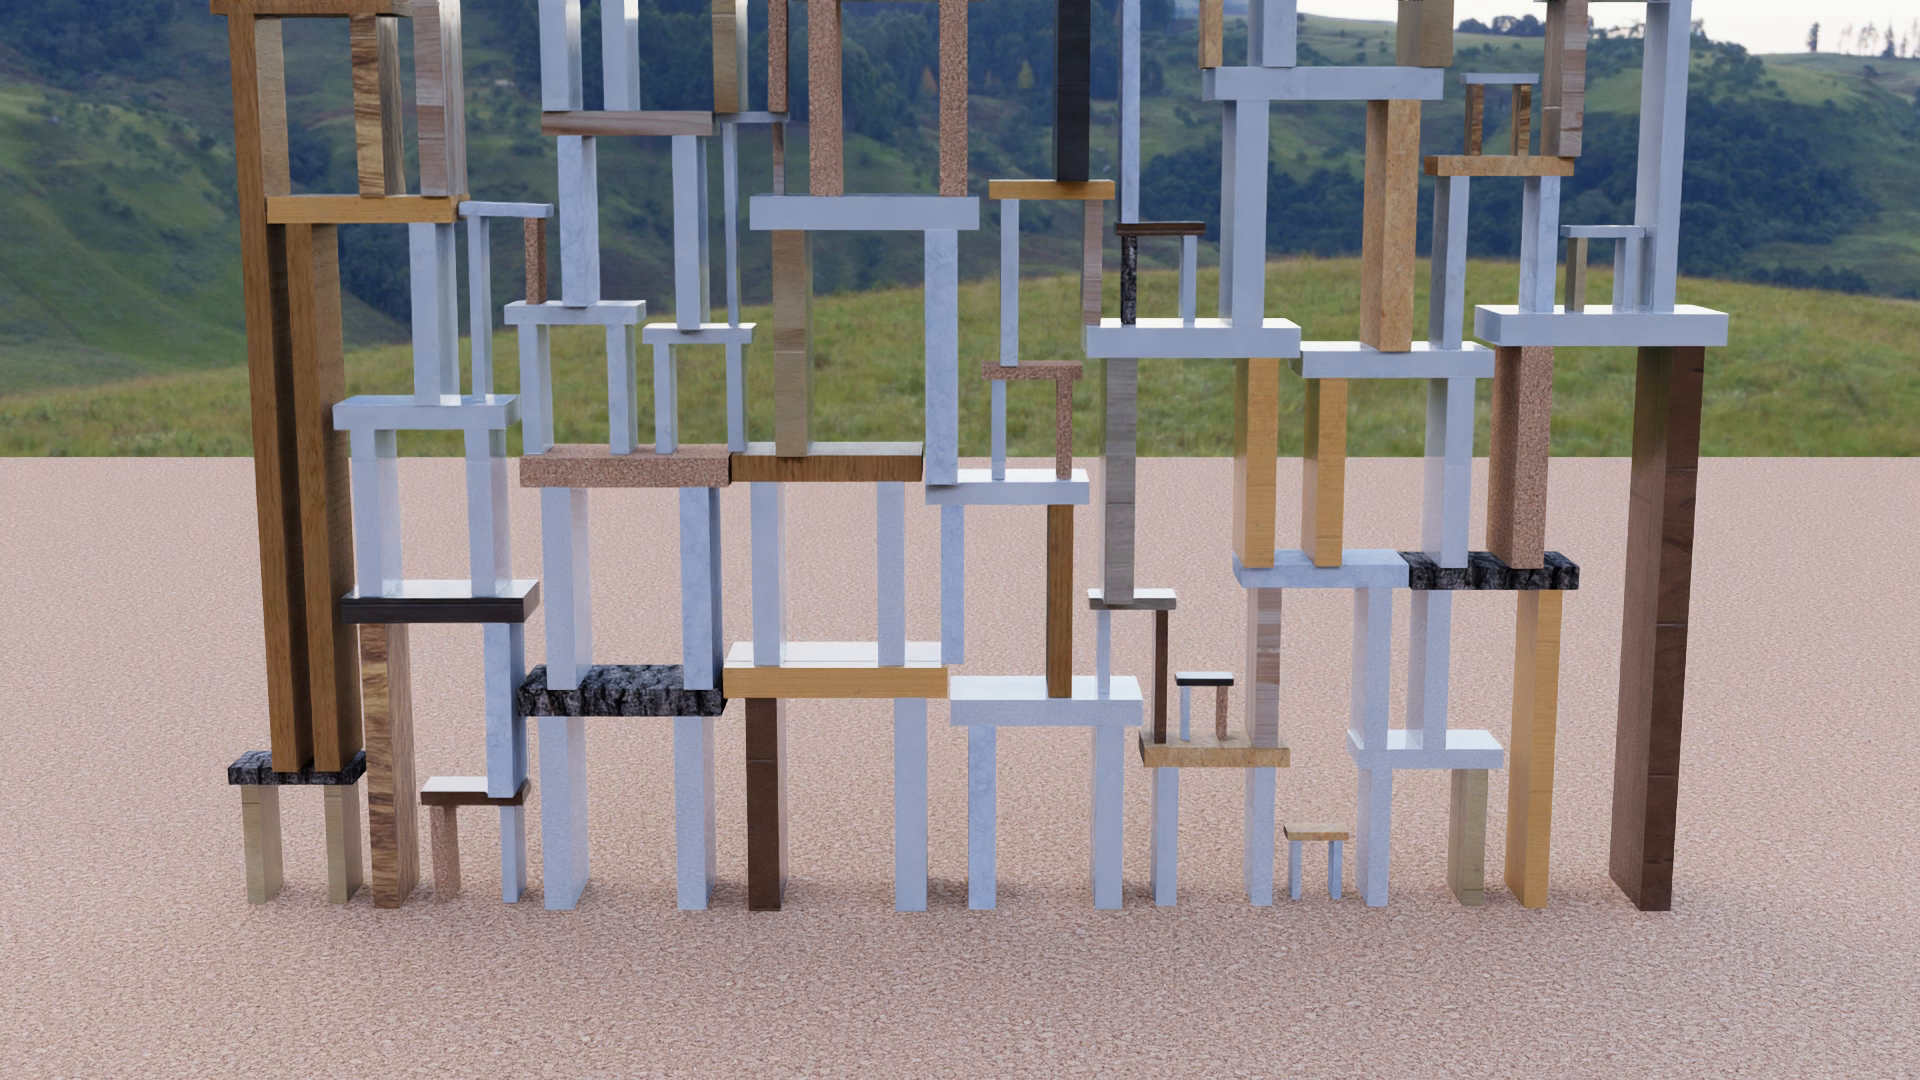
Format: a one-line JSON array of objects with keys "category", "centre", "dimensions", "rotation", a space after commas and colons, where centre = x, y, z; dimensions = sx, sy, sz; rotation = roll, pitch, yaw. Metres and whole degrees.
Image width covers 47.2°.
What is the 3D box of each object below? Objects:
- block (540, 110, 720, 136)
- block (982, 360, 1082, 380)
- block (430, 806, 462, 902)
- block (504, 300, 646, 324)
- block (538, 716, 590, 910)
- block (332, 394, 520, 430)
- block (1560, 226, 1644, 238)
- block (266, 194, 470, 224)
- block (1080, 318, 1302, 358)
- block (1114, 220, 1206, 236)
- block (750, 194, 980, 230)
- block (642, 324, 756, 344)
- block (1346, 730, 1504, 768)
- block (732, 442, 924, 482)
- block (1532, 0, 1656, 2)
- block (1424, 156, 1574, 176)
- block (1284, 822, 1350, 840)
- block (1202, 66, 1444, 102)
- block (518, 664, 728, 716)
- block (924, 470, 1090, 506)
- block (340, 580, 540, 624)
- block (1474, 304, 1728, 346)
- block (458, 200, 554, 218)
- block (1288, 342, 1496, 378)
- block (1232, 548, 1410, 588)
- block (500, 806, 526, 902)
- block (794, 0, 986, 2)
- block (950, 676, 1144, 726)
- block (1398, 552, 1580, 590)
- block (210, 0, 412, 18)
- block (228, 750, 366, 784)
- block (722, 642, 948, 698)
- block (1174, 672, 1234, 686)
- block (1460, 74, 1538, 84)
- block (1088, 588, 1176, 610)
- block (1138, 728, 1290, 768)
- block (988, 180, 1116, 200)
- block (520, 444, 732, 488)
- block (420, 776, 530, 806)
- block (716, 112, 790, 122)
[{"category": "block", "centre": [-0.512, -0.651, 3.436], "dimensions": [0.262, 0.037, 0.131], "rotation": [0, 11, 0]}, {"category": "block", "centre": [0.114, -0.271, 3.510], "dimensions": [0.158, 0.022, 0.079], "rotation": [0, 11, 0]}, {"category": "block", "centre": [-0.854, 0.509, 3.650], "dimensions": [0.023, 0.166, 0.083], "rotation": [-1, 11, 0]}, {"category": "block", "centre": [-0.610, -0.362, 3.495], "dimensions": [0.207, 0.029, 0.103], "rotation": [0, 11, 0]}, {"category": "block", "centre": [-0.655, 0.429, 3.643], "dimensions": [0.046, 0.326, 0.163], "rotation": [0, 11, 0]}, {"category": "block", "centre": [-0.852, -0.205, 3.523], "dimensions": [0.269, 0.038, 0.135], "rotation": [0, 11, -1]}, {"category": "block", "centre": [1.013, -0.487, 3.468], "dimensions": [0.115, 0.016, 0.058], "rotation": [0, 11, 0]}, {"category": "block", "centre": [-0.927, -0.523, 3.464], "dimensions": [0.284, 0.040, 0.142], "rotation": [0, 11, 0]}, {"category": "block", "centre": [0.363, -0.322, 3.496], "dimensions": [0.332, 0.047, 0.166], "rotation": [0, 11, 0]}, {"category": "block", "centre": [0.314, -0.491, 3.464], "dimensions": [0.139, 0.020, 0.069], "rotation": [0, 11, 1]}, {"category": "block", "centre": [-0.147, -0.517, 3.459], "dimensions": [0.352, 0.050, 0.176], "rotation": [0, 11, 0]}, {"category": "block", "centre": [-0.413, -0.329, 3.500], "dimensions": [0.172, 0.024, 0.086], "rotation": [0, 11, 0]}, {"category": "block", "centre": [0.763, 0.344, 3.621], "dimensions": [0.234, 0.033, 0.117], "rotation": [0, 11, 0]}, {"category": "block", "centre": [-0.210, -0.126, 3.533], "dimensions": [0.299, 0.042, 0.149], "rotation": [0, 11, 0]}, {"category": "block", "centre": [1.019, -0.851, 3.400], "dimensions": [0.237, 0.034, 0.118], "rotation": [0, 11, 0]}, {"category": "block", "centre": [0.845, -0.588, 3.454], "dimensions": [0.211, 0.030, 0.105], "rotation": [0, 11, 0]}, {"category": "block", "centre": [0.591, 0.484, 3.648], "dimensions": [0.101, 0.014, 0.050], "rotation": [0, 11, 0]}, {"category": "block", "centre": [0.561, -0.710, 3.428], "dimensions": [0.346, 0.049, 0.173], "rotation": [0, 11, 0]}, {"category": "block", "centre": [-0.546, 0.246, 3.610], "dimensions": [0.326, 0.046, 0.163], "rotation": [0, 11, 0]}, {"category": "block", "centre": [0.075, -0.086, 3.543], "dimensions": [0.260, 0.037, 0.130], "rotation": [0, 11, 0]}, {"category": "block", "centre": [-0.842, 0.099, 3.575], "dimensions": [0.290, 0.041, 0.145], "rotation": [0, 11, -1]}, {"category": "block", "centre": [1.016, -0.342, 3.501], "dimensions": [0.353, 0.050, 0.176], "rotation": [0, 11, 0]}, {"category": "block", "centre": [-0.714, -0.521, 3.462], "dimensions": [0.136, 0.019, 0.068], "rotation": [2, 11, -1]}, {"category": "block", "centre": [0.684, -0.288, 3.503], "dimensions": [0.300, 0.042, 0.150], "rotation": [0, 11, 0]}, {"category": "block", "centre": [0.583, 0.045, 3.570], "dimensions": [0.266, 0.038, 0.133], "rotation": [0, 11, 0]}, {"category": "block", "centre": [-0.741, 0.509, 3.650], "dimensions": [0.023, 0.166, 0.083], "rotation": [1, 11, 0]}, {"category": "block", "centre": [-0.110, -0.856, 3.395], "dimensions": [0.299, 0.042, 0.149], "rotation": [0, 11, 0]}, {"category": "block", "centre": [0.139, 0.264, 3.611], "dimensions": [0.310, 0.044, 0.155], "rotation": [0, 11, 0]}, {"category": "block", "centre": [0.854, 0.049, 3.566], "dimensions": [0.265, 0.037, 0.132], "rotation": [0, 11, 0]}, {"category": "block", "centre": [-1.000, -0.831, 3.402], "dimensions": [0.275, 0.039, 0.138], "rotation": [0, 11, 0]}, {"category": "block", "centre": [-1.092, 0.376, 3.633], "dimensions": [0.203, 0.029, 0.101], "rotation": [0, 11, 0]}, {"category": "block", "centre": [-0.199, 0.212, 3.603], "dimensions": [0.358, 0.051, 0.179], "rotation": [0, 11, 0]}, {"category": "block", "centre": [0.400, 0.228, 3.606], "dimensions": [0.092, 0.013, 0.046], "rotation": [0, 11, 0]}, {"category": "block", "centre": [0.840, -0.719, 3.429], "dimensions": [0.111, 0.016, 0.055], "rotation": [1, 11, 2]}, {"category": "block", "centre": [0.278, 0.096, 3.573], "dimensions": [0.140, 0.020, 0.070], "rotation": [0, 11, 0]}, {"category": "block", "centre": [0.417, 0.342, 3.622], "dimensions": [0.236, 0.033, 0.118], "rotation": [0, 11, 0]}, {"category": "block", "centre": [0.143, -0.552, 3.459], "dimensions": [0.195, 0.028, 0.098], "rotation": [0, 11, 0]}, {"category": "block", "centre": [-0.528, -0.120, 3.535], "dimensions": [0.328, 0.046, 0.164], "rotation": [0, 11, 0]}, {"category": "block", "centre": [-0.800, 0.415, 3.636], "dimensions": [0.166, 0.023, 0.083], "rotation": [0, 11, -2]}, {"category": "block", "centre": [-0.324, -0.662, 3.441], "dimensions": [0.112, 0.016, 0.056], "rotation": [-1, 12, -2]}]
